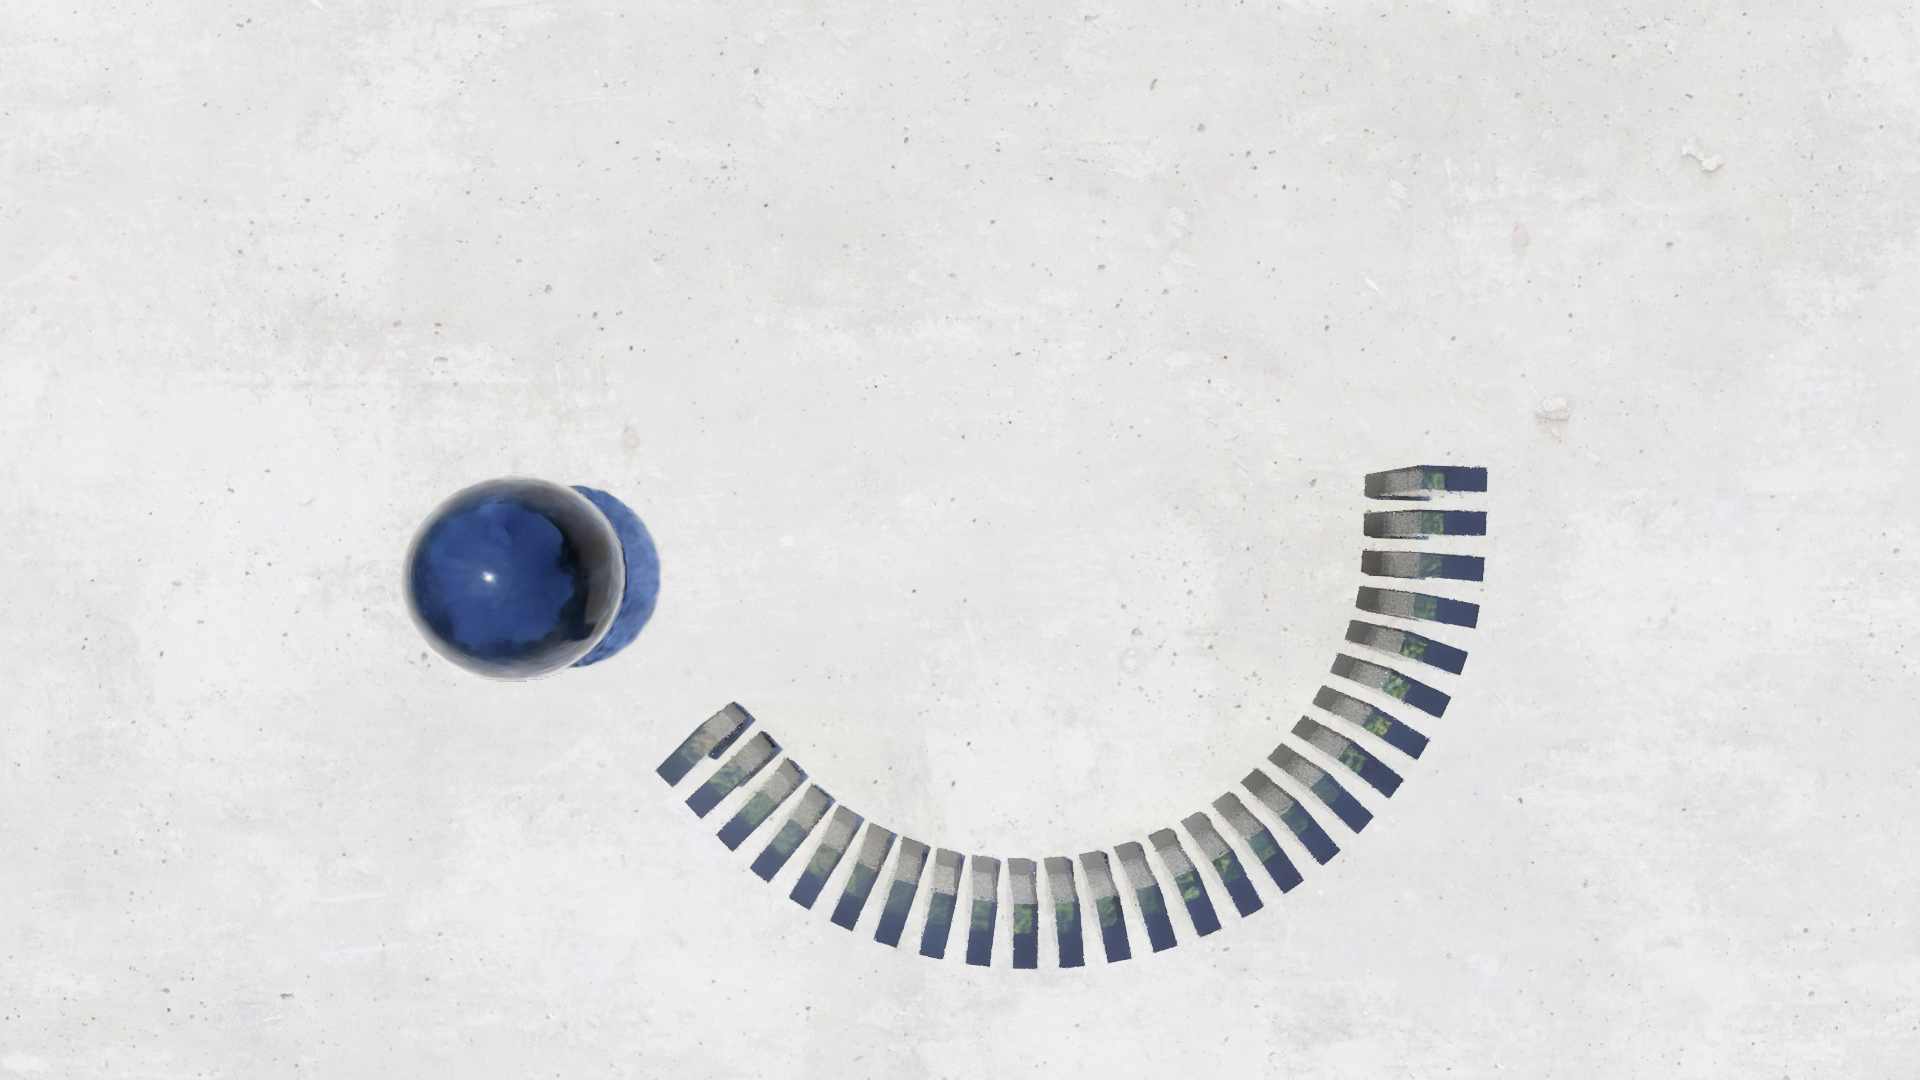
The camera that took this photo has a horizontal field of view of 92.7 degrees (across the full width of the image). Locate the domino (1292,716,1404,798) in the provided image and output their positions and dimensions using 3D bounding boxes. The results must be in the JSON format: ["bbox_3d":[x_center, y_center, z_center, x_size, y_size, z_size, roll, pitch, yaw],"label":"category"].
[{"bbox_3d":[0.157,0.088,0.375,0.025,0.050,0.010,37,90,0],"label":"domino"}]

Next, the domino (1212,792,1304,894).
[{"bbox_3d":[0.121,0.123,0.375,0.009,0.050,0.025,-35,90,0],"label":"domino"}]

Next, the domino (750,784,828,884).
[{"bbox_3d":[-0.069,0.119,0.375,0.009,0.050,0.025,40,90,0],"label":"domino"}]

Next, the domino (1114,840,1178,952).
[{"bbox_3d":[0.075,0.145,0.375,0.009,0.050,0.025,-17,90,0],"label":"domino"}]

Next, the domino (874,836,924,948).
[{"bbox_3d":[-0.025,0.143,0.375,0.010,0.050,0.025,19,90,0],"label":"domino"}]

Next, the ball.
[{"bbox_3d":[-0.173,0.015,0.360,0.080,0.080,0.080,0,90,0],"label":"ball"}]

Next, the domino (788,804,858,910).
[{"bbox_3d":[-0.055,0.128,0.375,0.009,0.050,0.025,31,90,0],"label":"domino"}]

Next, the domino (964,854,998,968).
[{"bbox_3d":[0.008,0.150,0.375,0.010,0.050,0.025,7,90,0],"label":"domino"}]

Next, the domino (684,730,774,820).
[{"bbox_3d":[-0.093,0.095,0.375,0.025,0.050,0.009,-42,90,0],"label":"domino"}]

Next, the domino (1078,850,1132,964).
[{"bbox_3d":[0.059,0.149,0.375,0.009,0.050,0.025,-11,90,0],"label":"domino"}]

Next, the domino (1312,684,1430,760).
[{"bbox_3d":[0.167,0.074,0.375,0.025,0.050,0.010,31,90,0],"label":"domino"}]

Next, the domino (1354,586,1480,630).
[{"bbox_3d":[0.186,0.027,0.375,0.025,0.050,0.010,11,90,0],"label":"domino"}]

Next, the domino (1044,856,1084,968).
[{"bbox_3d":[0.042,0.151,0.375,0.009,0.050,0.025,-5,90,0],"label":"domino"}]

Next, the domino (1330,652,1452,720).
[{"bbox_3d":[0.175,0.059,0.375,0.025,0.050,0.009,25,90,0],"label":"domino"}]

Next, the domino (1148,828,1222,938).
[{"bbox_3d":[0.091,0.139,0.375,0.010,0.050,0.025,-23,90,0],"label":"domino"}]

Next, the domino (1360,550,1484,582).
[{"bbox_3d":[0.188,0.010,0.375,0.025,0.050,0.010,5,90,0],"label":"domino"}]

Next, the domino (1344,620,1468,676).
[{"bbox_3d":[0.181,0.043,0.375,0.025,0.050,0.010,20,90,0],"label":"domino"}]

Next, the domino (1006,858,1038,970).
[{"bbox_3d":[0.025,0.151,0.375,0.010,0.050,0.025,1,90,0],"label":"domino"}]

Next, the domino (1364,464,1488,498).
[{"bbox_3d":[0.189,-0.024,0.375,0.025,0.050,0.009,2,90,0],"label":"domino"}]

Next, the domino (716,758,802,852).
[{"bbox_3d":[-0.081,0.107,0.375,0.025,0.050,0.010,-45,90,0],"label":"domino"}]

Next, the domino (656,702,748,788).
[{"bbox_3d":[-0.104,0.083,0.375,0.010,0.050,0.025,45,90,0],"label":"domino"}]

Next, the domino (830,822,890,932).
[{"bbox_3d":[-0.040,0.136,0.375,0.010,0.050,0.025,25,90,0],"label":"domino"}]

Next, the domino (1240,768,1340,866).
[{"bbox_3d":[0.134,0.112,0.375,0.009,0.050,0.025,-41,90,0],"label":"domino"}]

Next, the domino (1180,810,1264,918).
[{"bbox_3d":[0.106,0.131,0.375,0.009,0.050,0.025,-29,90,0],"label":"domino"}]

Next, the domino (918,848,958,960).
[{"bbox_3d":[-0.008,0.147,0.375,0.010,0.050,0.025,13,90,0],"label":"domino"}]

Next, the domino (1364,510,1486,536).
[{"bbox_3d":[0.189,-0.007,0.375,0.025,0.050,0.009,2,90,0],"label":"domino"}]

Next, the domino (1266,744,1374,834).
[{"bbox_3d":[0.146,0.101,0.375,0.025,0.050,0.009,43,90,0],"label":"domino"}]
